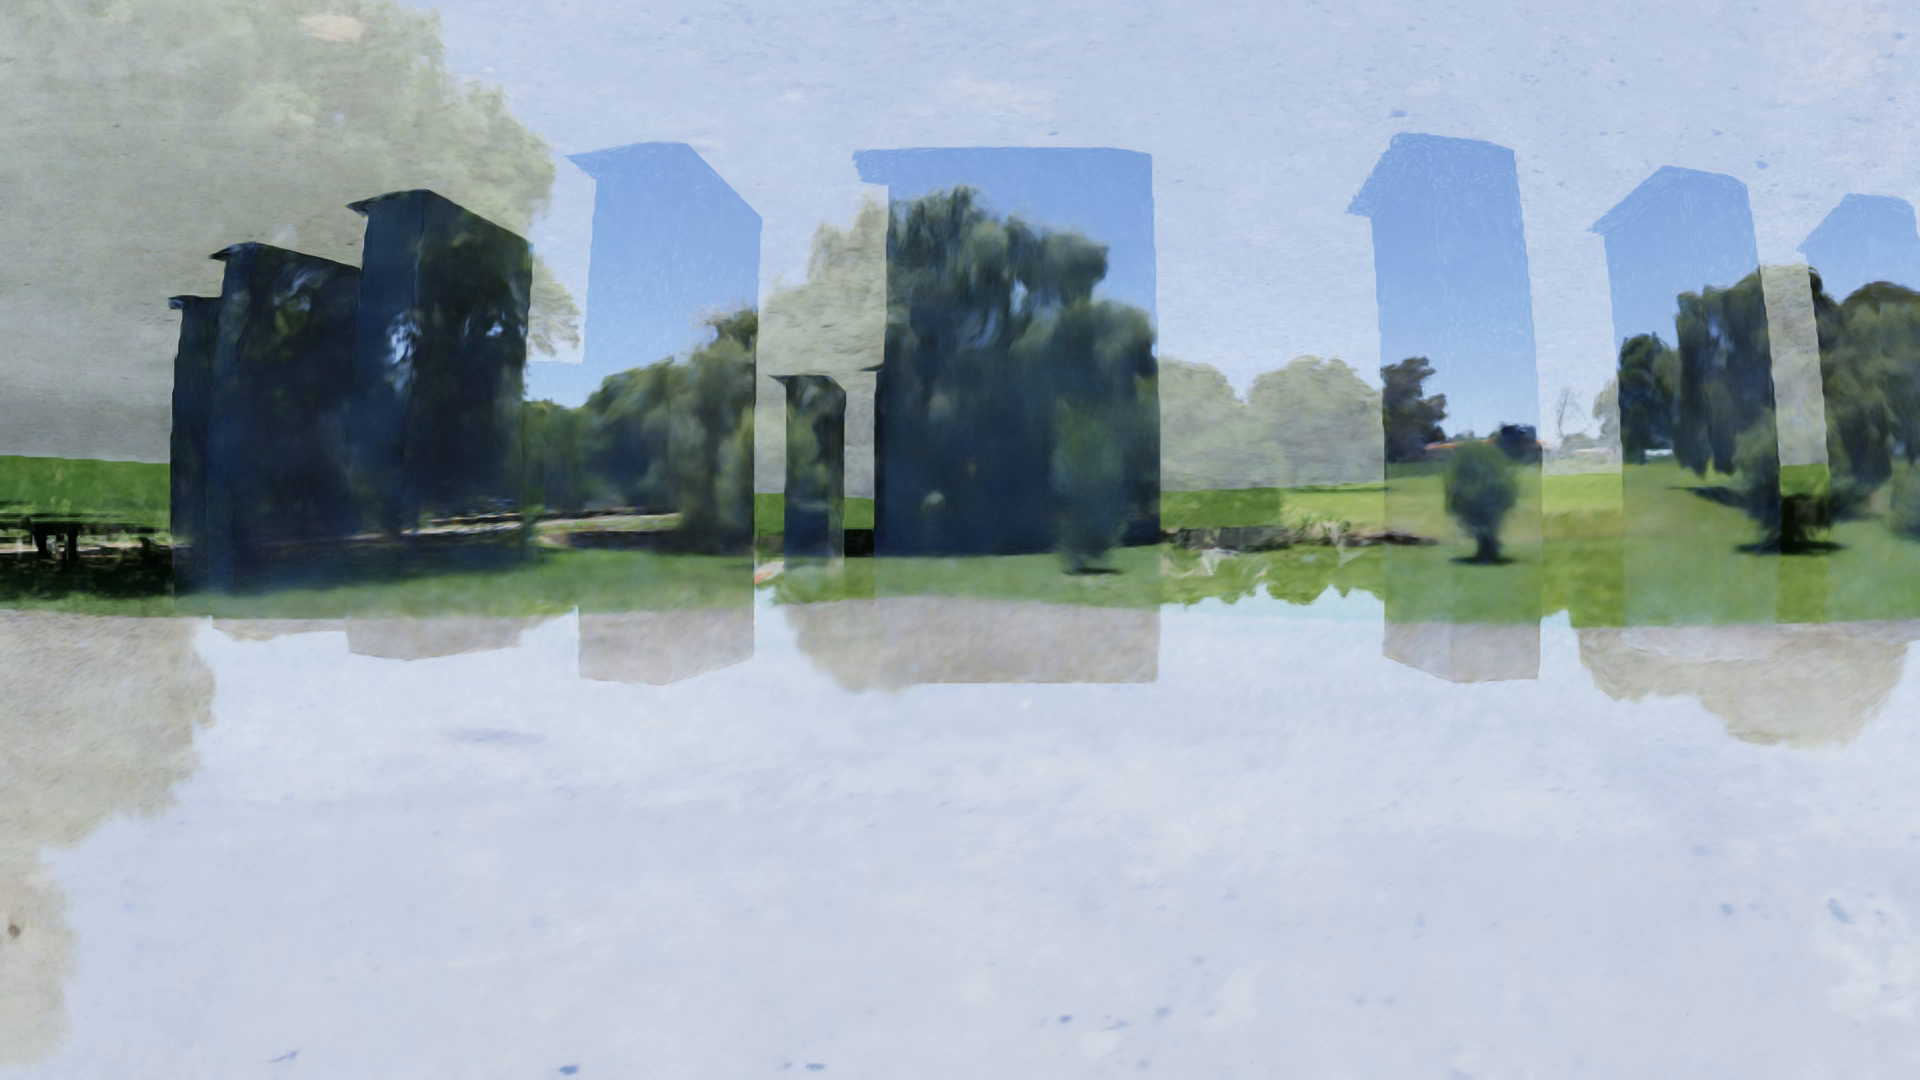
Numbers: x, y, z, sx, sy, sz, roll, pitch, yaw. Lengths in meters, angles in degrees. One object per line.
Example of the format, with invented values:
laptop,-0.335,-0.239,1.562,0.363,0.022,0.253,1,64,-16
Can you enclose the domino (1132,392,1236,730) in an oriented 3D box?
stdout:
domino,0.035,0.002,0.202,0.009,0.050,0.025,0,4,-5

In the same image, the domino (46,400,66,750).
domino,-0.130,0.005,0.167,0.025,0.050,0.009,2,5,28

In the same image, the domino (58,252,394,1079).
domino,-0.045,0.009,0.083,0.009,0.050,0.025,-7,-32,-15

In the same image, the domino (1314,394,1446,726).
domino,0.066,0.002,0.205,0.009,0.050,0.025,0,4,-6

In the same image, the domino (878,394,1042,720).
domino,0.000,0.002,0.201,0.025,0.050,0.010,0,4,0

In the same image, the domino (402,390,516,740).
domino,-0.076,0.003,0.195,0.009,0.050,0.025,-1,4,-9

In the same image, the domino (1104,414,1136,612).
domino,0.044,-0.008,0.336,0.009,0.050,0.025,0,4,0

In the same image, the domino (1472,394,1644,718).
domino,0.097,0.002,0.211,0.009,0.050,0.025,-1,5,-19

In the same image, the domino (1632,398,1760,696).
domino,0.125,0.001,0.227,0.025,0.050,0.009,4,6,44

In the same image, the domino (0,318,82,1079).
domino,-0.065,0.012,0.071,0.009,0.050,0.025,2,5,23

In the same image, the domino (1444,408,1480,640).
domino,0.120,-0.004,0.285,0.025,0.050,0.010,-3,5,-34

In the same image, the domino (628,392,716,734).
domino,-0.044,0.003,0.199,0.010,0.050,0.025,0,4,-6

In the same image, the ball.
ball,0.001,-0.002,0.055,0.080,0.080,0.080,0,4,0

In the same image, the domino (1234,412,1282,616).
domino,0.074,-0.007,0.327,0.009,0.050,0.025,2,5,29

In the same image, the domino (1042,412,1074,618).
domino,0.016,-0.007,0.324,0.025,0.050,0.009,4,6,40
